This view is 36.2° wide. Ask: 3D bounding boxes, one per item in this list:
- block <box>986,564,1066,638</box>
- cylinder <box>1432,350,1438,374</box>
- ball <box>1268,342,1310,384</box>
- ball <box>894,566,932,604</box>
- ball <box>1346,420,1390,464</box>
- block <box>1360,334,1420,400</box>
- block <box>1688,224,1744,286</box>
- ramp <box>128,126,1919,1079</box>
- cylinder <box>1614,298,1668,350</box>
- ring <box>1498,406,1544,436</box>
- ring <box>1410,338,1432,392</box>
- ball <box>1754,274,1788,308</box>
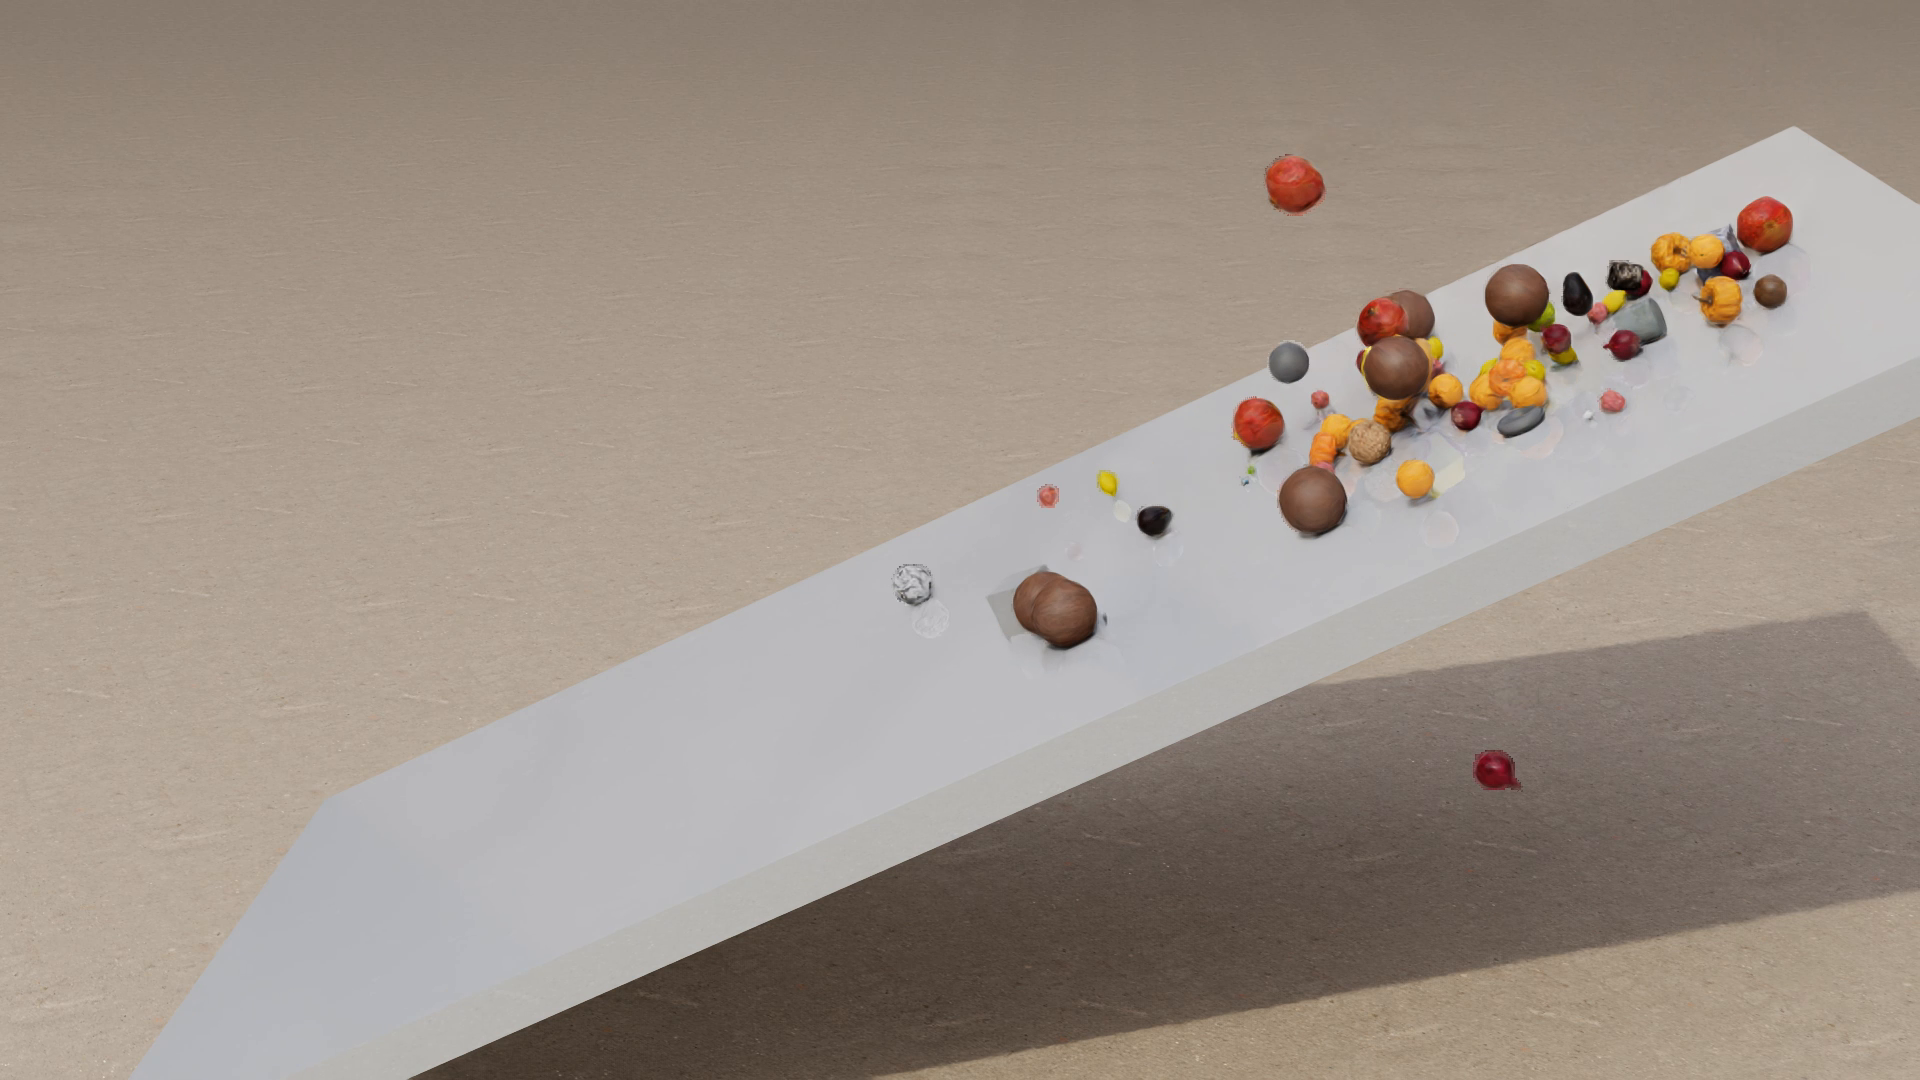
[{"bbox_3d":[0.135,0.125,6.016,0.100,0.100,0.100,-16,17,37],"label":"block"},{"bbox_3d":[1.003,-0.390,6.389,0.060,0.060,0.060,-3,9,-9],"label":"cylinder"},{"bbox_3d":[0.696,-0.374,6.222,0.086,0.086,0.086,0,16,0],"label":"ball"},{"bbox_3d":[-0.105,0.101,6.592,0.088,0.088,0.088,0,16,0],"label":"ball"},{"bbox_3d":[0.826,-0.198,5.943,0.088,0.088,0.088,0,16,0],"label":"ball"},{"bbox_3d":[0.893,-0.360,6.106,0.083,0.083,0.083,-25,62,-14],"label":"block"},{"bbox_3d":[1.552,-0.584,6.030,0.082,0.082,0.082,-20,15,26],"label":"block"},{"bbox_3d":[0.137,0.168,6.281,4.000,0.100,2.000,-25,13,9],"label":"ramp"},{"bbox_3d":[1.349,-0.429,5.831,0.078,0.078,0.078,-23,5,27],"label":"cylinder"},{"bbox_3d":[1.086,-0.231,5.695,0.094,0.031,0.094,-26,12,6],"label":"ring"},{"bbox_3d":[0.972,-0.368,6.211,0.039,0.117,0.117,0,16,0],"label":"ring"},{"bbox_3d":[1.559,-0.478,5.655,0.064,0.064,0.064,0,16,0],"label":"ball"}]
